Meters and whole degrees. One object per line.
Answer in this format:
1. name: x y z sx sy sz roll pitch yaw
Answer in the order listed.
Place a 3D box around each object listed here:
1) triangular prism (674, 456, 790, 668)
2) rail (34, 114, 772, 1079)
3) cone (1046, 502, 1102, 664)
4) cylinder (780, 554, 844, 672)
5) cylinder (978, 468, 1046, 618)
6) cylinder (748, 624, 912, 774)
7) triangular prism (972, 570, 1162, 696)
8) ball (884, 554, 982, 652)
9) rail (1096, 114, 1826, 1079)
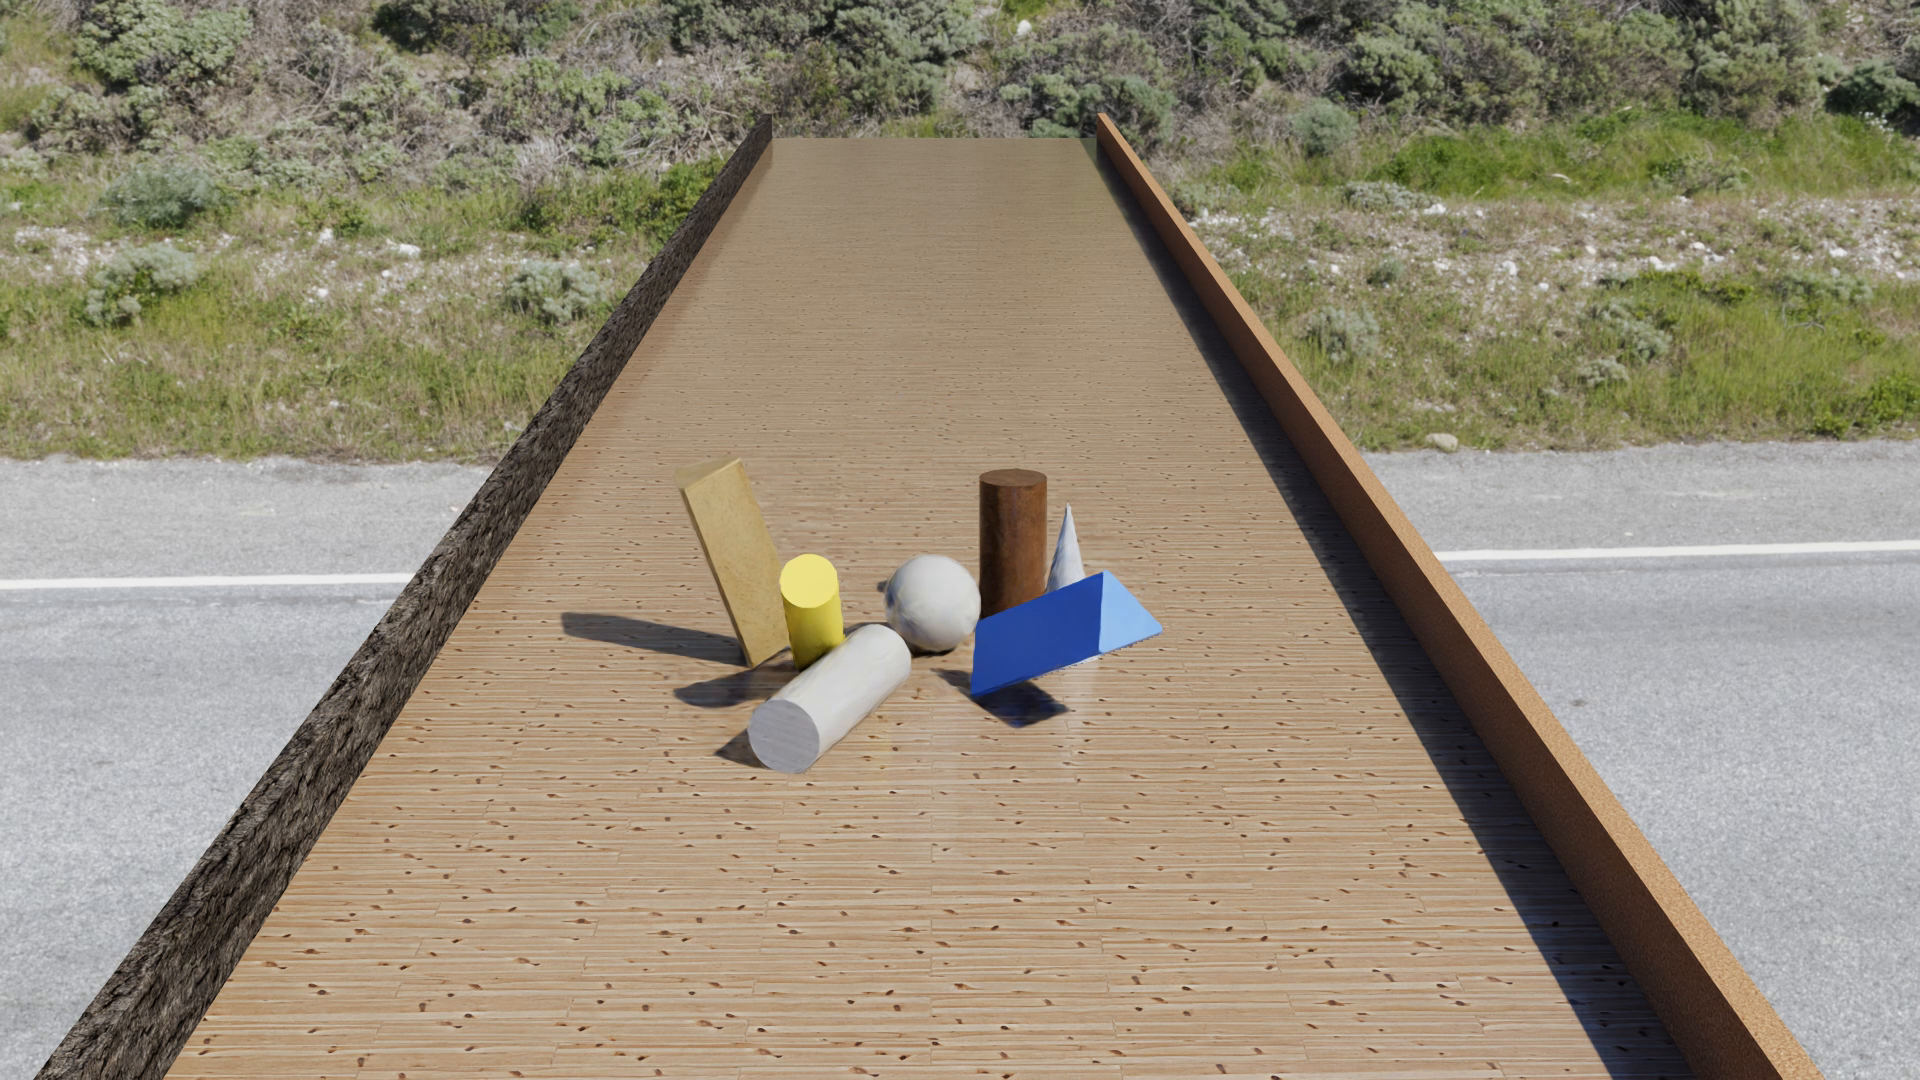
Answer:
1. triangular prism: -0.465 0.041 4.392 0.150 0.396 0.130 -33 24 -34
2. rail: -1.118 -0.838 7.780 0.050 0.150 12.000 0 17 -1
3. cone: 0.216 0.073 4.417 0.145 0.321 0.145 0 17 0
4. cylinder: -0.274 0.150 4.138 0.105 0.105 0.398 0 -23 -1
5. cylinder: 0.112 0.013 4.656 0.143 0.300 0.143 0 17 0
6. cylinder: -0.232 0.285 4.027 0.138 0.138 0.432 6 18 19
7. triangular prism: 0.171 0.168 4.094 0.155 0.134 0.409 -18 -4 -37
8. ball: -0.056 0.128 4.449 0.198 0.198 0.198 0 17 0
9. rail: 0.932 -0.844 7.801 0.050 0.150 12.000 0 17 -1
